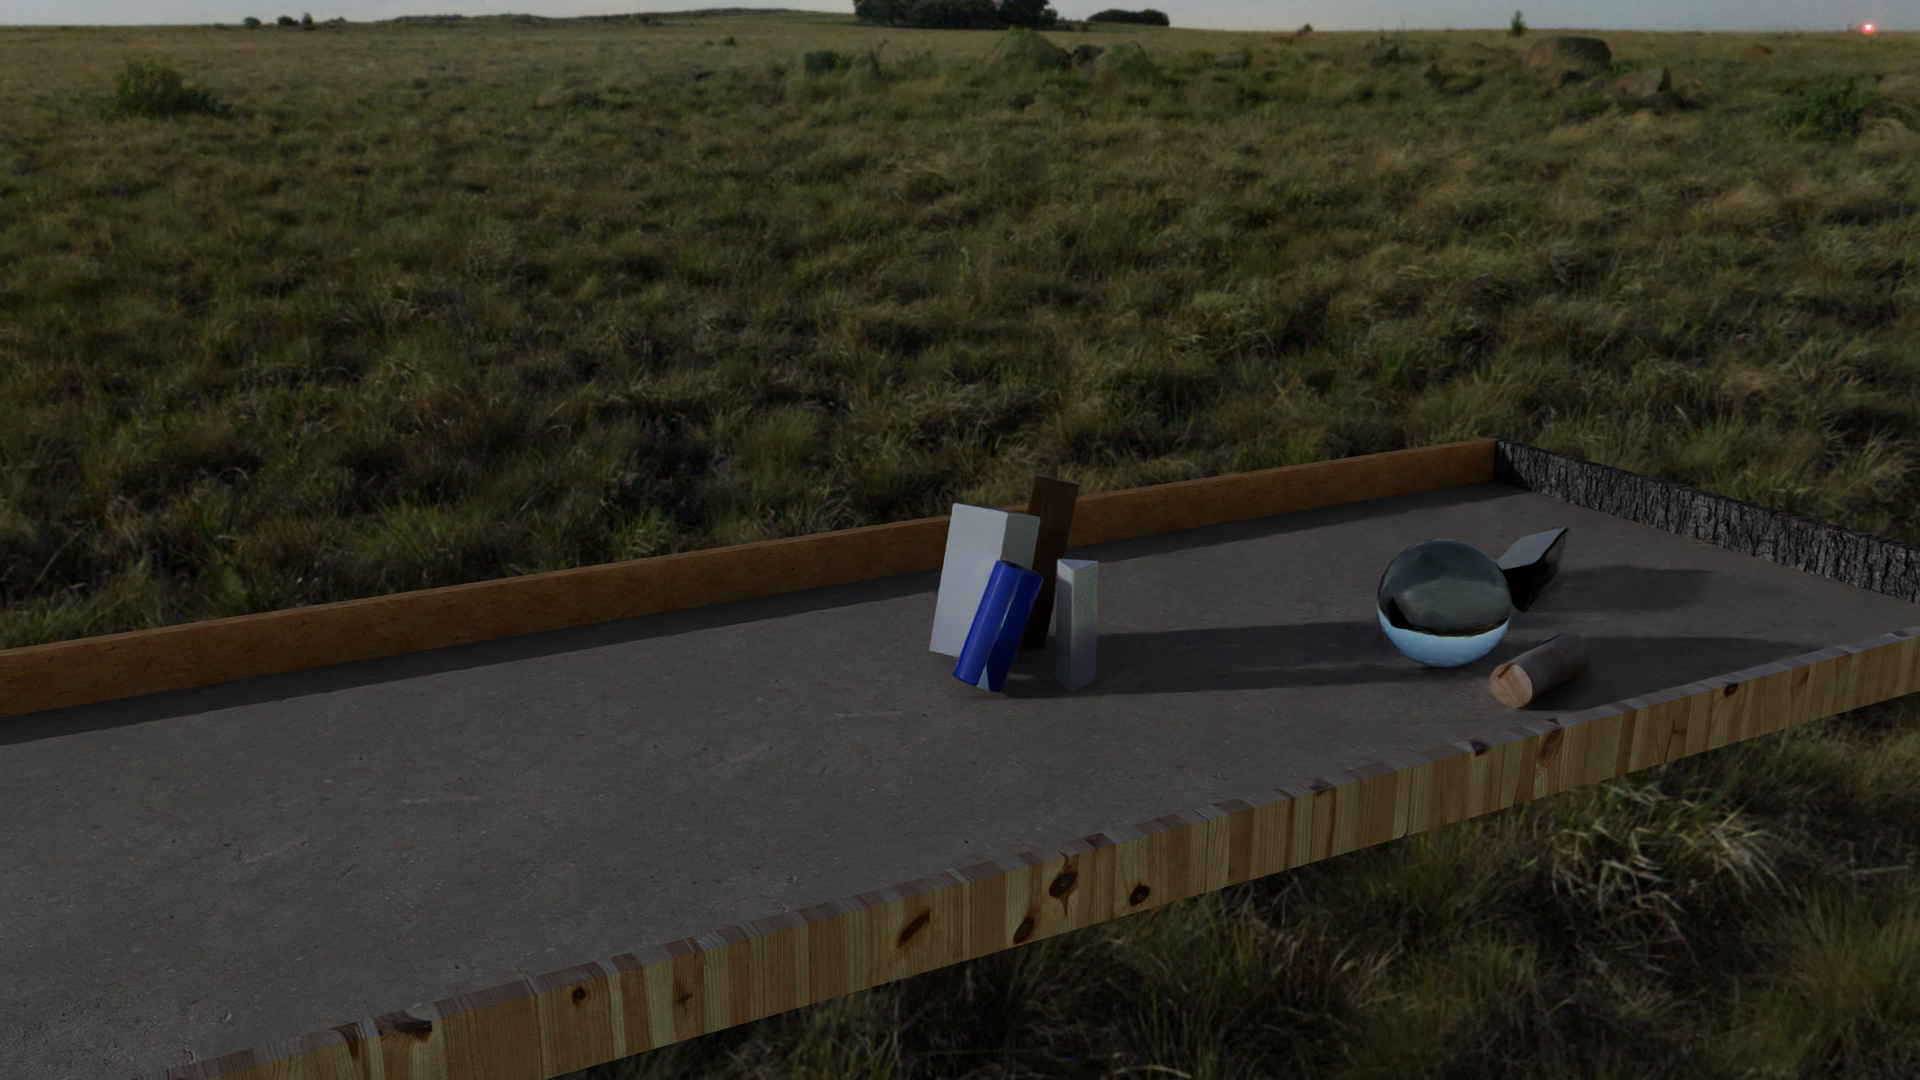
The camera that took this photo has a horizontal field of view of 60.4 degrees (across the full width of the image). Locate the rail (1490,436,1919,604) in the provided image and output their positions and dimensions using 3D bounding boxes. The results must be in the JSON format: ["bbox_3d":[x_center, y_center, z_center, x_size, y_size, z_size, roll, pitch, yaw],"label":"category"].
[{"bbox_3d":[2.466,-0.048,5.253,0.050,0.150,2.100,-9,18,-27],"label":"rail"}]

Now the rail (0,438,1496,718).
[{"bbox_3d":[-3.305,0.497,3.399,12.000,0.150,0.050,-9,18,-27],"label":"rail"}]

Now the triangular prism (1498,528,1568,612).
[{"bbox_3d":[1.684,0.058,4.814,0.148,0.128,0.429,46,32,12],"label":"triangular prism"}]

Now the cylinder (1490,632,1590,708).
[{"bbox_3d":[1.434,0.319,4.070,0.111,0.111,0.311,16,23,43],"label":"cylinder"}]

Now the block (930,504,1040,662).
[{"bbox_3d":[0.065,0.111,4.241,0.165,0.383,0.165,11,3,32],"label":"block"}]

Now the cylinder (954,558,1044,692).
[{"bbox_3d":[0.095,0.210,4.057,0.127,0.303,0.127,20,5,-2],"label":"cylinder"}]

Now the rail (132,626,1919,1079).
[{"bbox_3d":[-2.336,1.006,1.665,12.000,0.150,0.050,-9,18,-27],"label":"rail"}]

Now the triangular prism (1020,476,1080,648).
[{"bbox_3d":[0.196,0.053,4.390,0.125,0.444,0.108,11,5,-16],"label":"triangular prism"}]

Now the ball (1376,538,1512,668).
[{"bbox_3d":[1.236,0.162,4.215,0.333,0.333,0.333,0,16,0],"label":"ball"}]

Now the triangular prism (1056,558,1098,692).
[{"bbox_3d":[0.275,0.205,4.100,0.086,0.314,0.100,14,21,39],"label":"triangular prism"}]
